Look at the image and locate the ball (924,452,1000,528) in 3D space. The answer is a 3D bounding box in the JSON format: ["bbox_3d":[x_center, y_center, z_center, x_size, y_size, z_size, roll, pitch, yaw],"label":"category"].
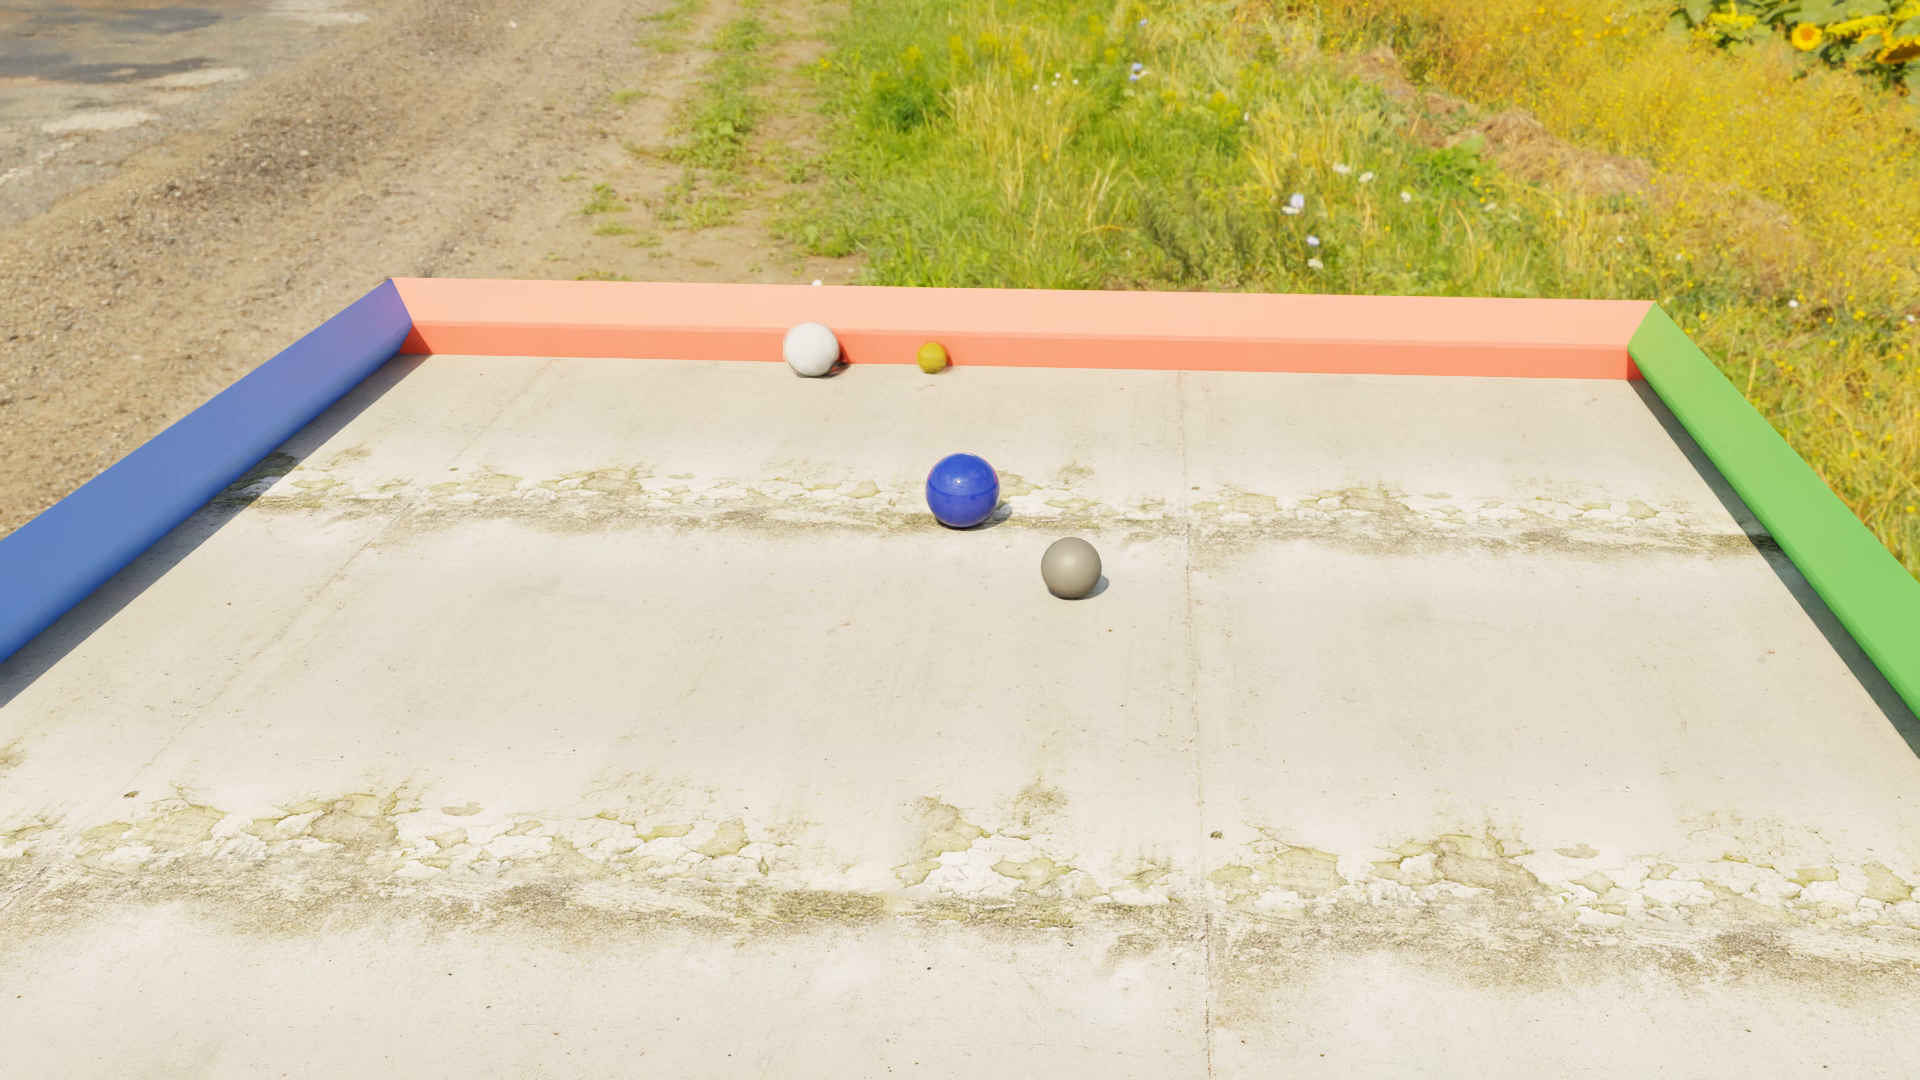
[{"bbox_3d":[0.003,-0.062,2.742,0.095,0.095,0.095,0,19,0],"label":"ball"}]

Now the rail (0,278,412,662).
[{"bbox_3d":[-1.043,0.257,1.789,0.045,0.123,3.735,2,19,4],"label":"rail"}]

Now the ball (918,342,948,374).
[{"bbox_3d":[-0.043,-0.285,3.443,0.049,0.049,0.049,0,19,0],"label":"ball"}]

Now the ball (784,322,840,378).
[{"bbox_3d":[-0.230,-0.296,3.419,0.085,0.085,0.085,0,19,0],"label":"ball"}]

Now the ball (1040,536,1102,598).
[{"bbox_3d":[0.127,0.031,2.513,0.070,0.070,0.070,0,19,0],"label":"ball"}]

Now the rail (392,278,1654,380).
[{"bbox_3d":[0.075,-0.327,3.447,1.987,0.123,0.045,2,19,4],"label":"rail"}]

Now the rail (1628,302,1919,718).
[{"bbox_3d":[0.890,0.310,1.638,0.045,0.123,3.735,2,19,4],"label":"rail"}]
